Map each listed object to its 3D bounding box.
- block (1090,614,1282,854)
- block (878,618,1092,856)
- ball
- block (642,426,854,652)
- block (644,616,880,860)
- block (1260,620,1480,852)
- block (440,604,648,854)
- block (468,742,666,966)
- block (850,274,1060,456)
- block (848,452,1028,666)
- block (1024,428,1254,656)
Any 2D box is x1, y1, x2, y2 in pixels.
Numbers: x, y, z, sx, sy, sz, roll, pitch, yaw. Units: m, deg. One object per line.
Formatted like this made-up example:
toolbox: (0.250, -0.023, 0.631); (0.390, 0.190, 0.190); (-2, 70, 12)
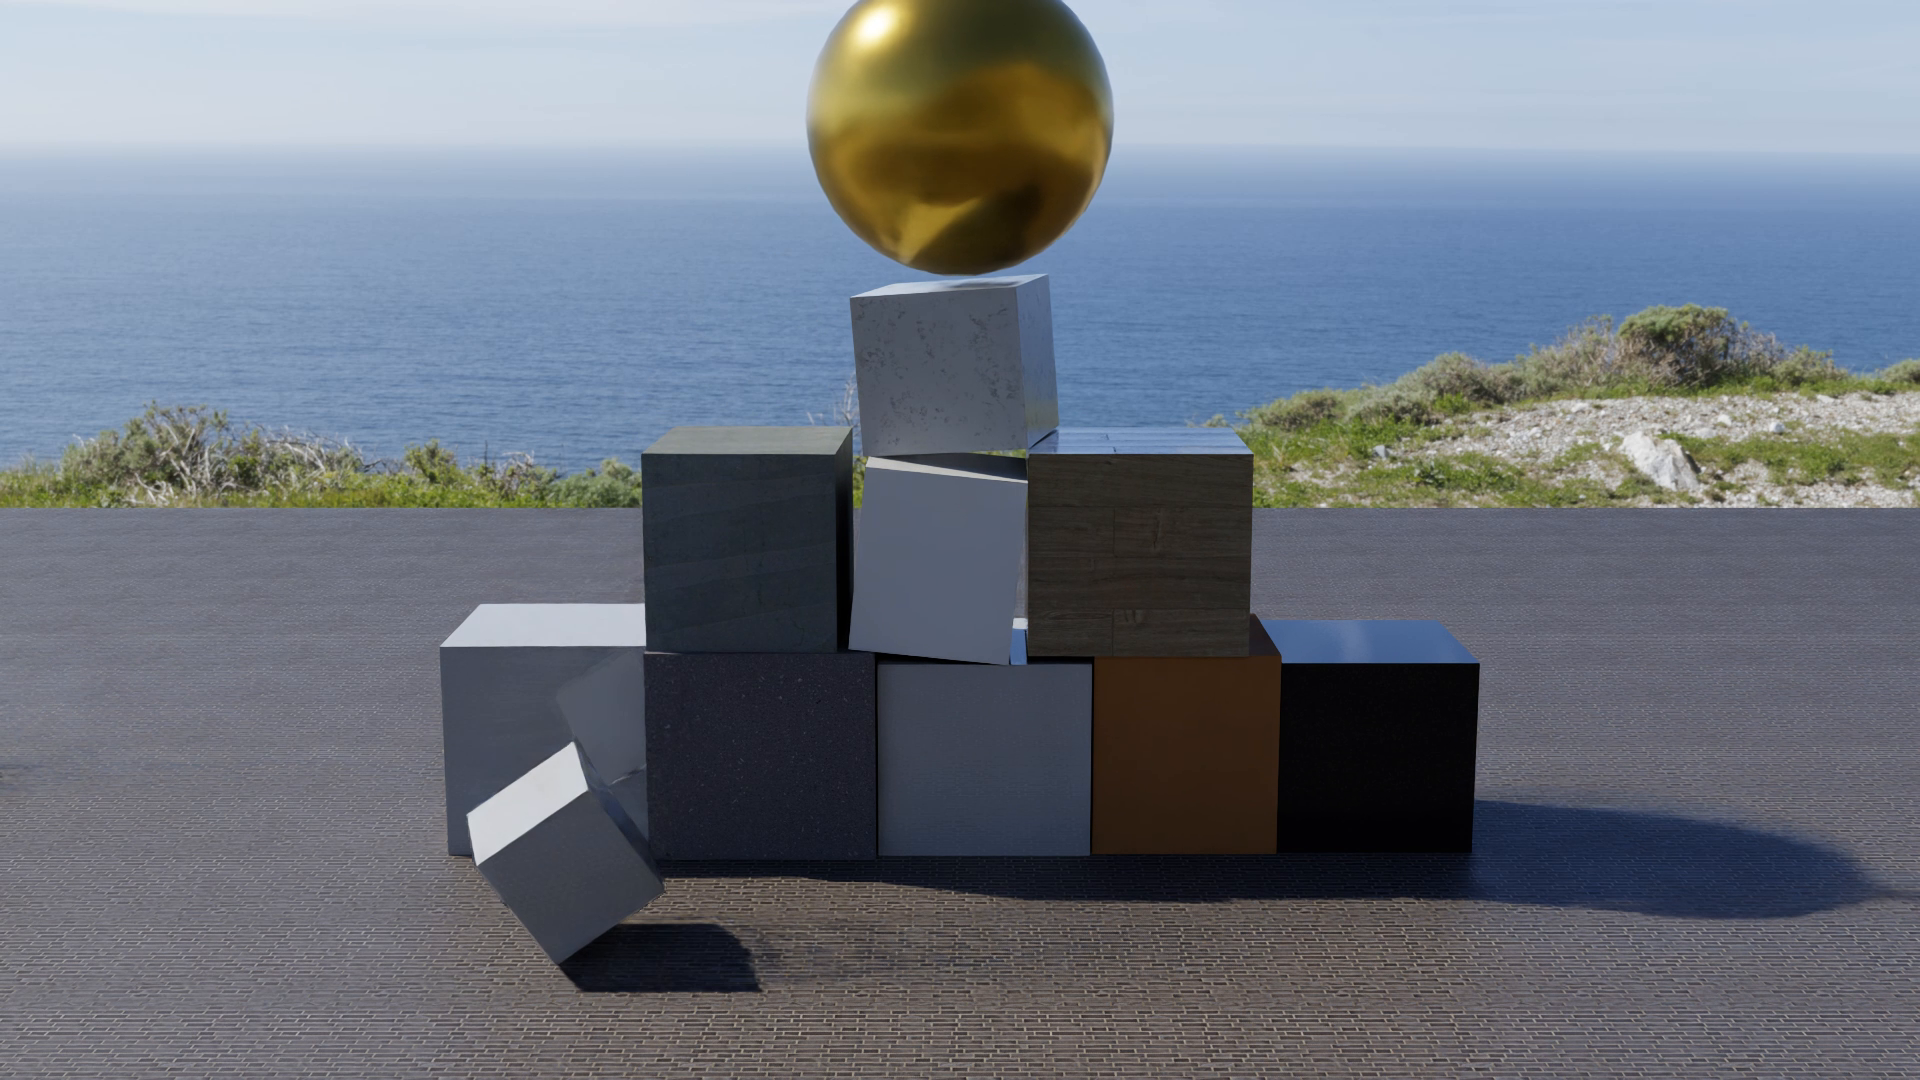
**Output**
block: (1.117, 0.978, 11.352); (0.918, 1.015, 0.982); (0, 10, 0)
block: (0.120, 0.995, 11.370); (1.051, 0.975, 1.062); (0, 10, 0)
ball: (0.000, -2.168, 11.375); (1.600, 1.600, 1.600); (0, 10, 0)
block: (-1.050, -0.026, 11.163); (0.936, 0.976, 1.040); (0, 10, 2)
block: (-0.977, 0.964, 11.354); (1.124, 1.041, 1.153); (0, 10, 0)
block: (2.069, 0.995, 11.375); (0.971, 0.972, 0.983); (0, 10, 0)
block: (-2.049, 0.953, 11.350); (1.006, 1.064, 1.005); (0, 10, -1)
block: (-1.732, 1.367, 9.643); (0.564, 0.595, 0.559); (-34, 23, -5)
block: (-0.010, -0.898, 11.172); (0.836, 0.791, 0.857); (-2, 10, 13)
block: (-0.103, 0.055, 11.077); (0.788, 0.905, 0.849); (6, 10, 0)
block: (0.879, -0.011, 11.159); (1.080, 1.001, 0.992); (0, 10, 1)
